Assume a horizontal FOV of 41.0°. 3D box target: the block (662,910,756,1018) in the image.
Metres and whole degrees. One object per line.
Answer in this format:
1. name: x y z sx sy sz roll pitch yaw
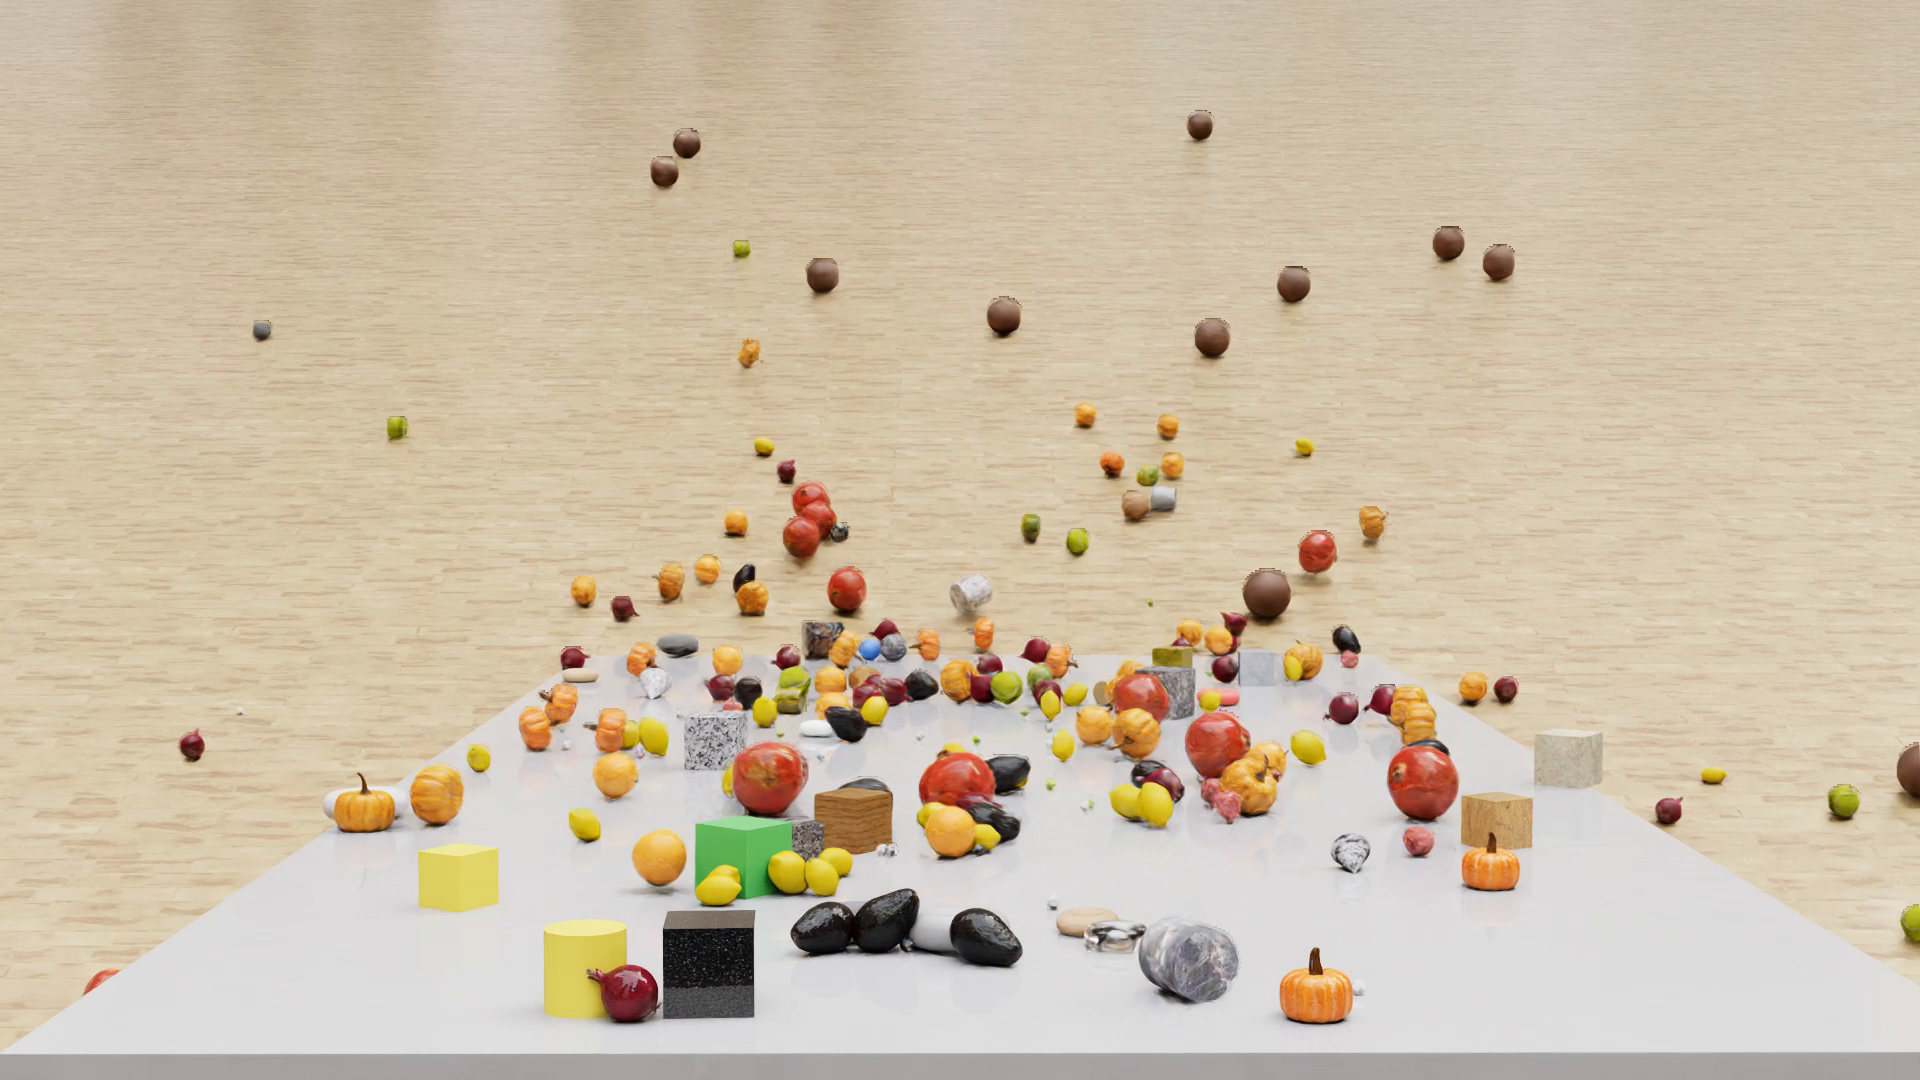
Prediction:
1. block: -0.264 0.448 2.720 0.095 0.095 0.095 0 3 -3

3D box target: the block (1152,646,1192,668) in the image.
1. block: 0.493 0.286 5.957 0.073 0.073 0.073 1 3 24

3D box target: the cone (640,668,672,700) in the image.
1. cone: -0.665 0.327 5.575 0.072 0.072 0.072 1 33 3

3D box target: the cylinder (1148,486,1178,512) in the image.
1. cylinder: 0.613 -0.124 7.744 0.070 0.070 0.070 -11 16 24

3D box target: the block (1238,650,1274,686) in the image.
1. block: 0.673 0.290 5.844 0.076 0.076 0.076 0 3 3

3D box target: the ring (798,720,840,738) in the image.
1. ring: -0.270 0.363 4.954 0.081 0.027 0.081 -1 4 0

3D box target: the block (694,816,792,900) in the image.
1. block: -0.284 0.416 3.375 0.089 0.089 0.089 3 4 37

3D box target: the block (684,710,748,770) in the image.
1. block: -0.429 0.353 4.524 0.093 0.093 0.093 0 3 7

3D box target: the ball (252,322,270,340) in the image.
1. ball: -2.556 -0.765 9.402 0.068 0.068 0.068 0 21 0

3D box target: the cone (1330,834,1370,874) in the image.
1. cone: 0.537 0.440 3.513 0.056 0.056 0.056 0 30 1

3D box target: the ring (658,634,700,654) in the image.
1. ring: -0.712 0.264 6.498 0.106 0.035 0.106 1 -18 0

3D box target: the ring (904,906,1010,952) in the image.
1. ring: -0.004 0.458 3.028 0.126 0.042 0.126 1 -1 0

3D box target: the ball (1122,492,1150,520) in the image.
1. ball: 0.524 -0.103 7.683 0.083 0.083 0.083 0 21 0

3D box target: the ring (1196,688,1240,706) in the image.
1. ring: 0.547 0.334 5.455 0.093 0.031 0.093 1 3 0

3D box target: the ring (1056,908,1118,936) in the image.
1. ring: 0.154 0.462 3.107 0.077 0.026 0.077 -2 3 0

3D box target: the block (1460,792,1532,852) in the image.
1. block: 0.775 0.406 3.711 0.072 0.072 0.072 -2 4 -30

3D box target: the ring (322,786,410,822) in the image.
1. ring: -0.918 0.407 3.970 0.132 0.044 0.132 -3 0 0

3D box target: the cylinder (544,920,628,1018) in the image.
1. cylinder: -0.396 0.452 2.715 0.087 0.087 0.087 0 3 0

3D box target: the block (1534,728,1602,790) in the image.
1. block: 1.021 0.367 4.314 0.086 0.086 0.086 2 4 35

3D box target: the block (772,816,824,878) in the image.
1. block: -0.230 0.419 3.504 0.069 0.069 0.069 -1 3 -24

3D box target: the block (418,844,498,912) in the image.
1. block: -0.640 0.430 3.279 0.071 0.071 0.071 2 4 32

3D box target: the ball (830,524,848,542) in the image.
1. ball: -0.352 -0.021 7.512 0.055 0.055 0.055 0 21 0

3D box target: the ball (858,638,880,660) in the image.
1. ball: -0.225 0.273 6.391 0.053 0.053 0.053 0 21 0

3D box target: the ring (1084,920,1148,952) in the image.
1. ring: 0.185 0.466 3.023 0.079 0.026 0.079 1 4 0

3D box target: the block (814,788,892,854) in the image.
1. block: -0.154 0.404 3.695 0.080 0.080 0.080 2 4 37

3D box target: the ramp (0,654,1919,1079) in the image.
1. ramp: 0.050 0.449 4.532 2.000 0.100 4.000 0 3 0

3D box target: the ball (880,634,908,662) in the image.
1. ball: -0.165 0.266 6.369 0.068 0.068 0.068 0 21 0

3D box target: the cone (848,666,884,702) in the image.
1. cone: -0.208 0.327 5.549 0.077 0.077 0.077 2 30 6

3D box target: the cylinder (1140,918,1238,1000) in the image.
1. cylinder: 0.246 0.453 2.778 0.079 0.079 0.079 -9 3 -22

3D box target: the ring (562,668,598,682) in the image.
1. ring: -0.874 0.311 5.918 0.084 0.028 0.084 1 4 0

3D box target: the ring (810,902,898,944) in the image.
1. ring: -0.126 0.459 3.084 0.106 0.035 0.106 0 4 0

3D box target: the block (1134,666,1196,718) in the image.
1. block: 0.419 0.311 5.254 0.096 0.096 0.096 1 3 27
